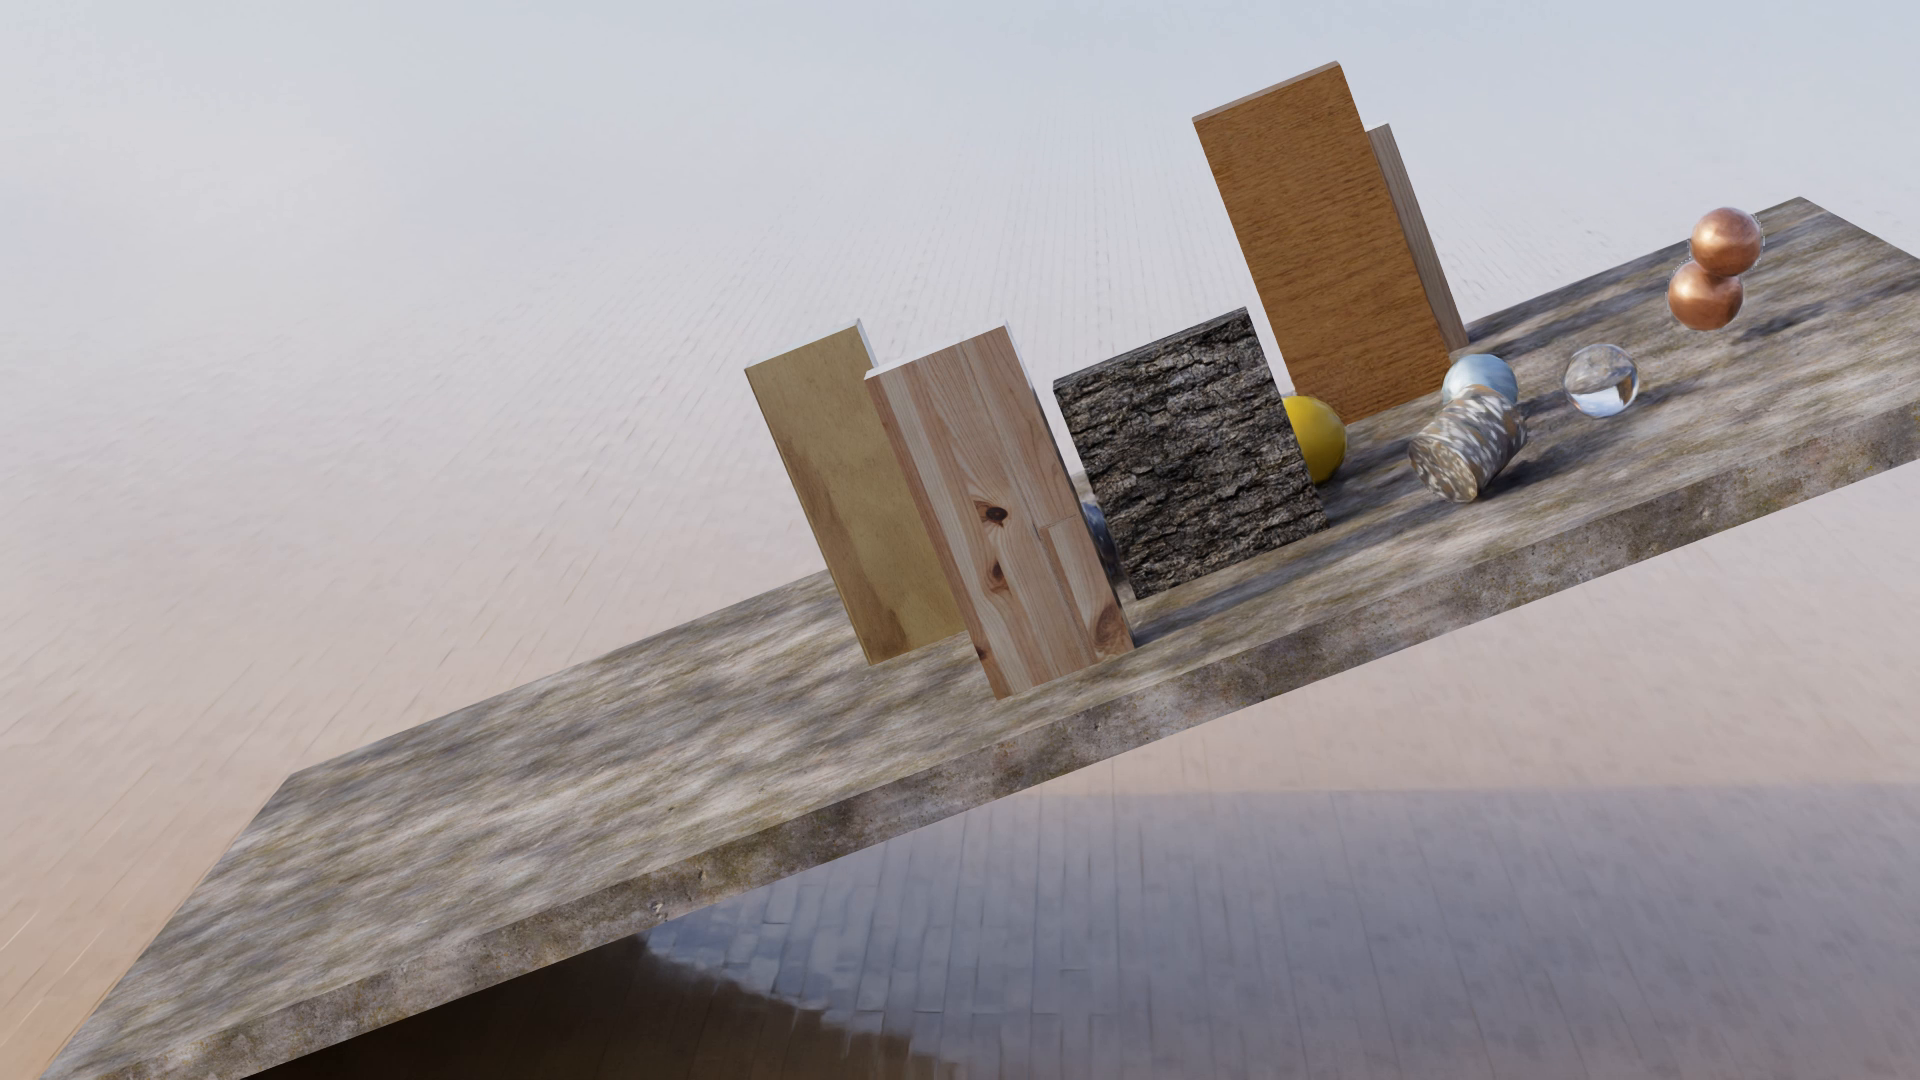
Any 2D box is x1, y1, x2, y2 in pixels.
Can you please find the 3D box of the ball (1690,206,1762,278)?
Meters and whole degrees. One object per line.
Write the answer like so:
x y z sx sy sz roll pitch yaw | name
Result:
1.511 -0.588 5.801 0.138 0.138 0.138 0 14 0 | ball

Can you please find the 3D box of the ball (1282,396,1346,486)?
0.710 -0.203 6.156 0.199 0.199 0.199 0 14 0 | ball

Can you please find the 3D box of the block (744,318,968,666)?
-0.200 -0.098 6.165 0.252 0.685 0.093 -21 12 7 | block

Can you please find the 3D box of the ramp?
0.124 0.173 6.290 4.000 0.100 2.000 -21 12 7 | ramp

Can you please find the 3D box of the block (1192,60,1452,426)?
0.813 -0.646 6.557 0.343 0.756 0.119 -21 12 7 | block

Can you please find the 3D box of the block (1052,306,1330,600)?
0.459 -0.171 5.838 0.409 0.459 0.104 -21 12 7 | block

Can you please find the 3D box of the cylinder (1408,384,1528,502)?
0.968 -0.184 5.603 0.162 0.162 0.162 -44 34 -23 | cylinder

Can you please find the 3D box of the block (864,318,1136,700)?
0.078 -0.056 5.530 0.280 0.664 0.091 -21 12 7 | block

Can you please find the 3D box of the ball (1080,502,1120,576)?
0.236 0.015 6.074 0.191 0.191 0.191 0 14 0 | ball

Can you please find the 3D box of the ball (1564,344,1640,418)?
1.258 -0.313 5.771 0.147 0.147 0.147 0 14 0 | ball

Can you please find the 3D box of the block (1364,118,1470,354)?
0.937 -0.661 6.881 0.331 0.556 0.105 -21 12 7 | block

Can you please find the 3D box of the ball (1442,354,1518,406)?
1.072 -0.307 6.061 0.155 0.155 0.155 0 14 0 | ball

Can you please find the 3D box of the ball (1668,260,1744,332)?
1.500 -0.494 5.920 0.148 0.148 0.148 0 14 0 | ball
